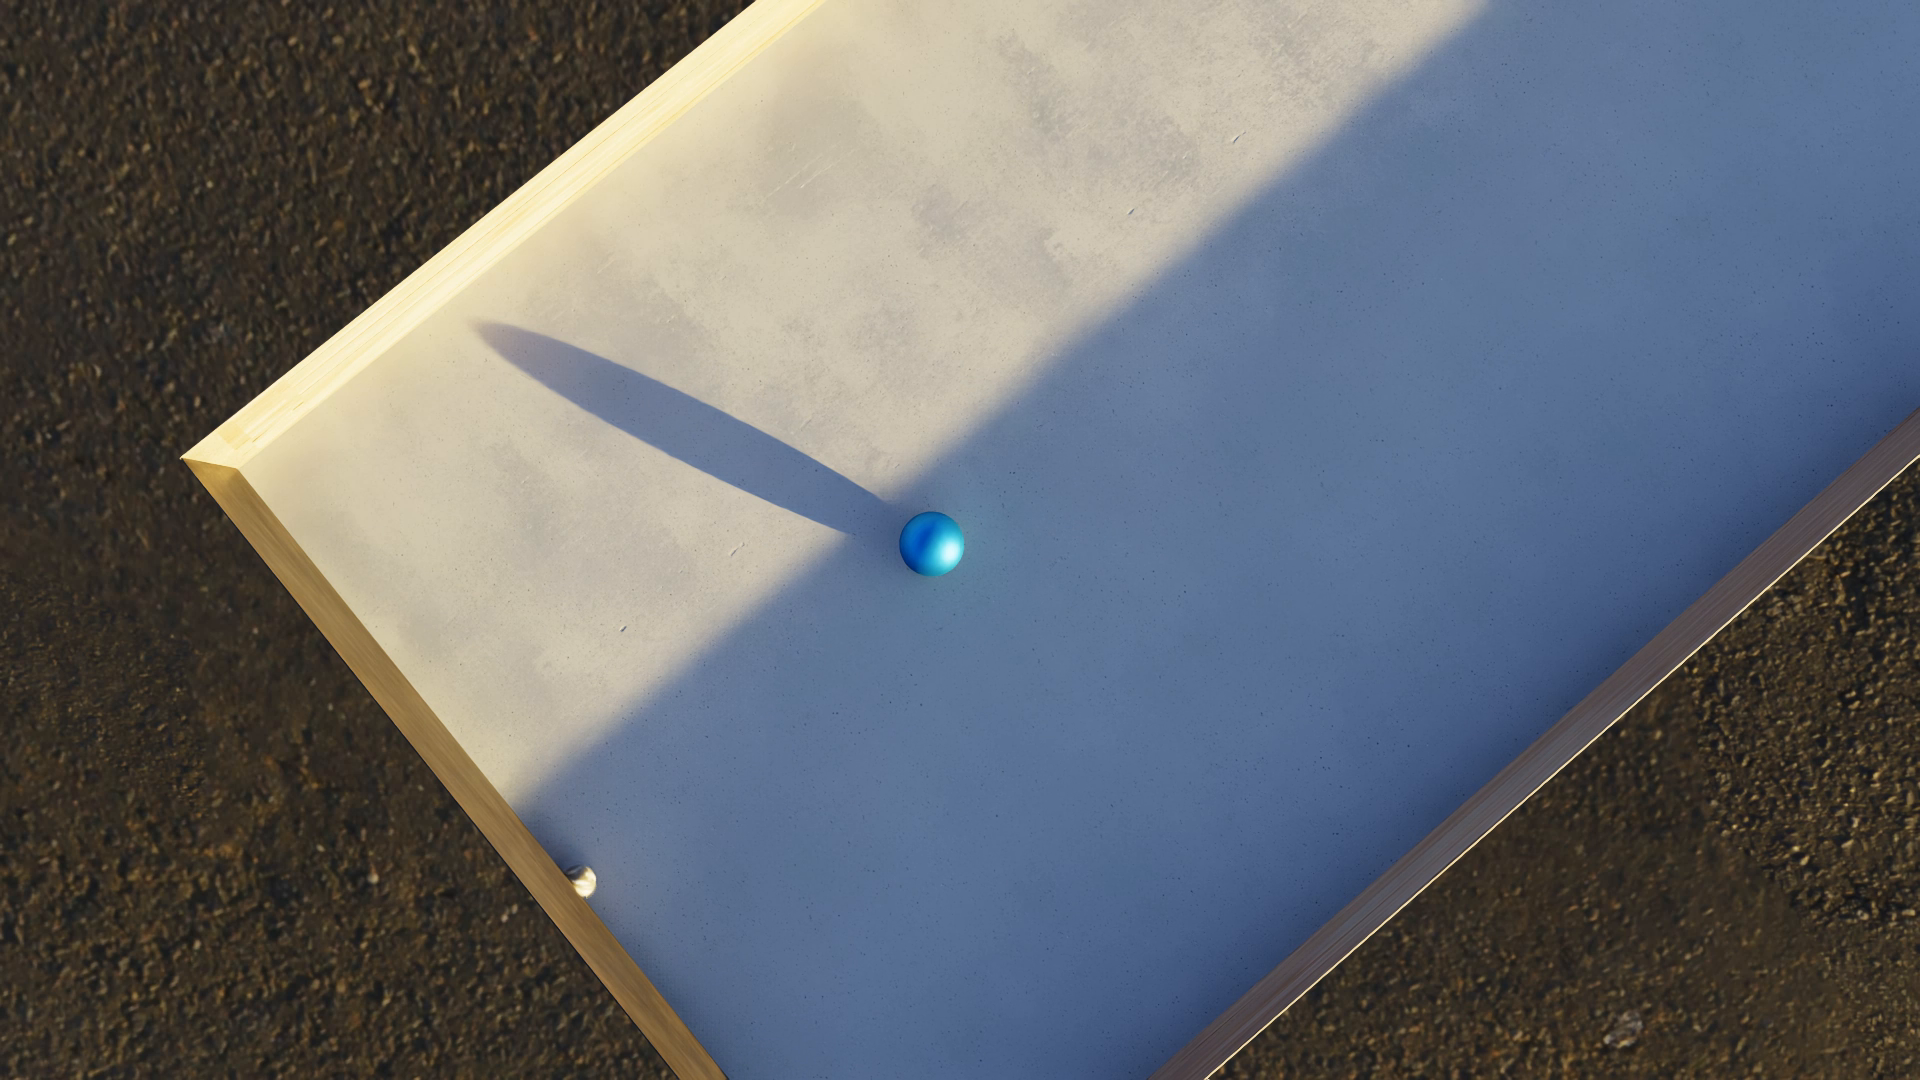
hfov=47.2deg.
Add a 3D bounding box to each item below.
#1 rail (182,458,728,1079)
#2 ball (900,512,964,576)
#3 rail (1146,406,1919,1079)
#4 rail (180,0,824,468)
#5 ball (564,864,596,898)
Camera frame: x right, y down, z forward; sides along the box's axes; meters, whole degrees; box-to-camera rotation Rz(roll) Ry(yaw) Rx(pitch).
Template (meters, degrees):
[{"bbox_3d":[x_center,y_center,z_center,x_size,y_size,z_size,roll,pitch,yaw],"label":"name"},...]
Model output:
[{"bbox_3d":[-0.593,0.490,3.167,0.045,0.126,1.626,-40,84,-5],"label":"rail"},{"bbox_3d":[-0.042,0.006,3.254,0.097,0.097,0.097,0,82,0],"label":"ball"},{"bbox_3d":[1.119,0.085,3.227,3.195,0.126,0.045,-40,84,-5],"label":"rail"},{"bbox_3d":[0.103,-1.110,3.402,3.195,0.126,0.045,-40,84,-5],"label":"rail"},{"bbox_3d":[-0.555,0.498,3.206,0.049,0.049,0.049,0,82,0],"label":"ball"}]
